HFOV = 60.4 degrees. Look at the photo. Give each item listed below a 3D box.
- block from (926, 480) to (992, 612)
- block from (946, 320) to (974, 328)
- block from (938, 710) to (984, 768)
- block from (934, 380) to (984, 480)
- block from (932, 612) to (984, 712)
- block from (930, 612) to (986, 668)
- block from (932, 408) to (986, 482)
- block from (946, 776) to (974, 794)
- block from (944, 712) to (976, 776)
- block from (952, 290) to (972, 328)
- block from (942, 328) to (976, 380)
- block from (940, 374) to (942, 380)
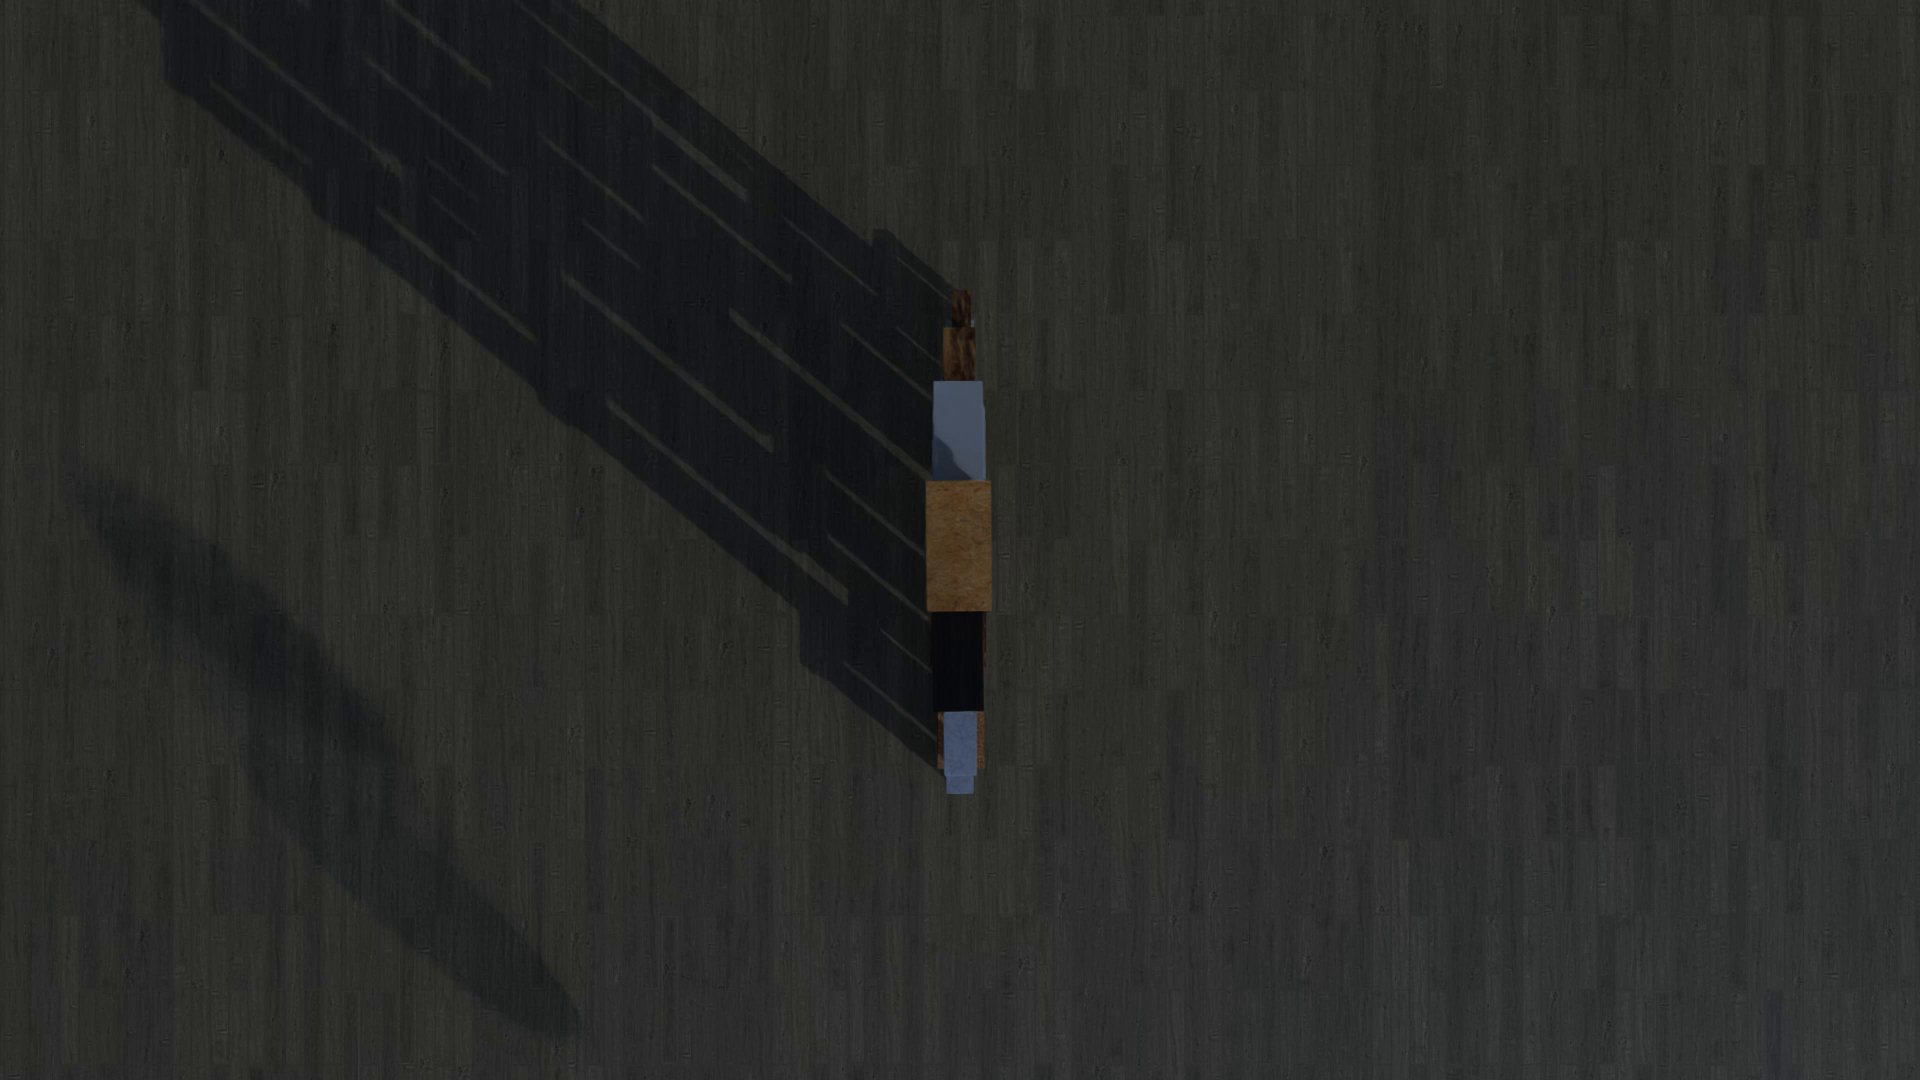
[{"bbox_3d":[-0.003,0.016,4.204,0.166,0.047,0.331,-1,90,0],"label":"block"},{"bbox_3d":[-0.001,-0.567,4.866,0.081,0.023,0.161,0,90,0],"label":"block"},{"bbox_3d":[0.003,0.514,4.679,0.132,0.037,0.265,0,90,0],"label":"block"},{"bbox_3d":[-0.004,-0.284,4.285,0.128,0.036,0.256,0,90,0],"label":"block"},{"bbox_3d":[-0.006,0.318,4.372,0.135,0.038,0.269,-1,90,0],"label":"block"},{"bbox_3d":[-0.004,0.212,4.916,0.165,0.047,0.330,0,90,0],"label":"block"},{"bbox_3d":[-0.003,-0.219,4.580,0.148,0.042,0.295,0,90,0],"label":"block"},{"bbox_3d":[0.000,0.729,5.315,0.086,0.024,0.173,0,90,0],"label":"block"},{"bbox_3d":[0.001,0.547,4.470,0.089,0.025,0.178,0,90,0],"label":"block"},{"bbox_3d":[0.004,-0.660,4.735,0.056,0.016,0.112,1,90,0],"label":"block"},{"bbox_3d":[-0.002,-0.508,4.659,0.091,0.026,0.183,0,90,0],"label":"block"},{"bbox_3d":[-0.005,-0.399,5.054,0.111,0.031,0.222,0,90,0],"label":"block"}]
